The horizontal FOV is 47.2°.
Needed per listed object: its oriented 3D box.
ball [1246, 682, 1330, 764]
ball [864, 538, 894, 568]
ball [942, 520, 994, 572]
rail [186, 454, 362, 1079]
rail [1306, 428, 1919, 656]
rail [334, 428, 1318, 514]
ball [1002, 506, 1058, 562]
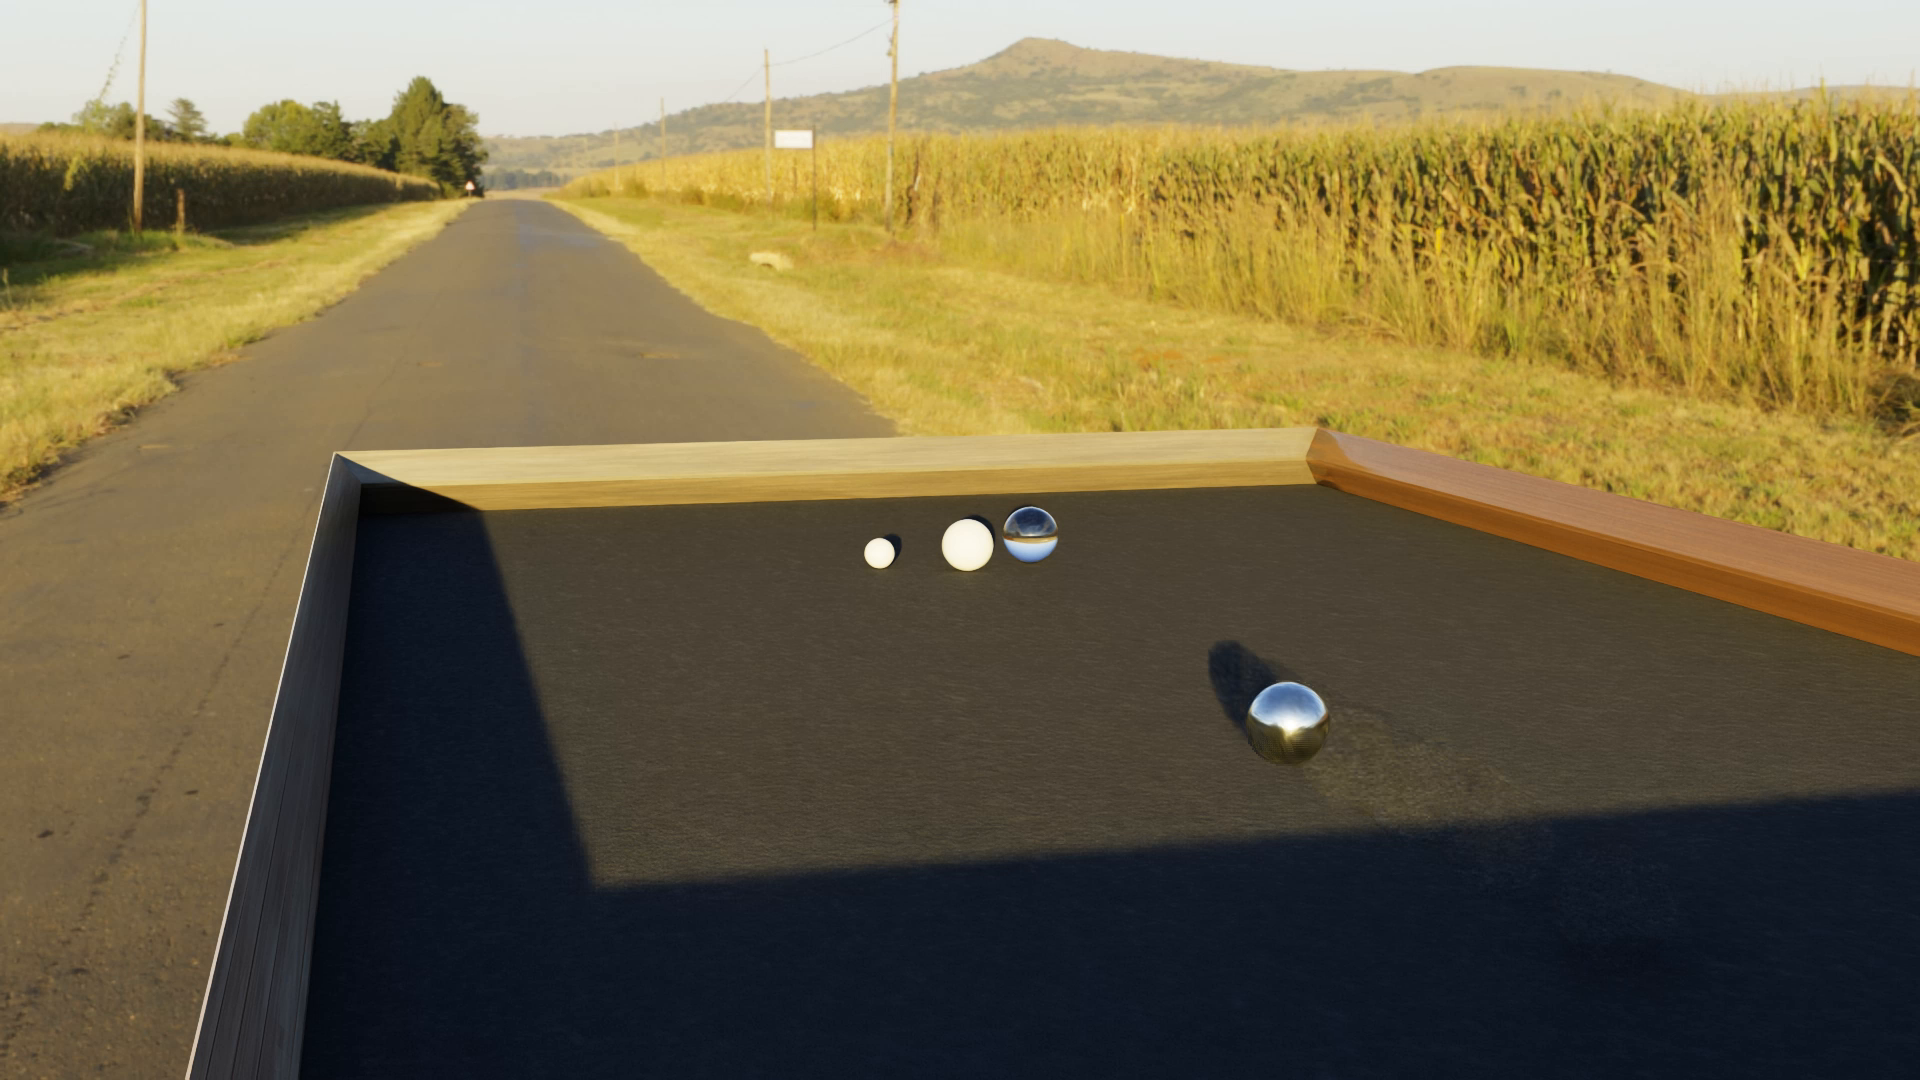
[{"bbox_3d":[0.317,0.177,2.122,0.080,0.080,0.080,0,8,0],"label":"ball"},{"bbox_3d":[-0.121,0.020,3.307,0.046,0.046,0.046,0,8,0],"label":"ball"},{"bbox_3d":[0.011,0.008,3.282,0.078,0.078,0.078,0,8,0],"label":"ball"},{"bbox_3d":[-0.687,0.124,2.366,0.045,0.111,3.205,-2,9,-14],"label":"rail"},{"bbox_3d":[1.085,0.058,2.816,0.045,0.111,3.205,-2,9,-14],"label":"rail"},{"bbox_3d":[-0.193,-0.131,4.104,1.876,0.111,0.045,-2,9,-14],"label":"rail"},{"bbox_3d":[0.108,-0.008,3.361,0.086,0.086,0.086,0,8,0],"label":"ball"}]
